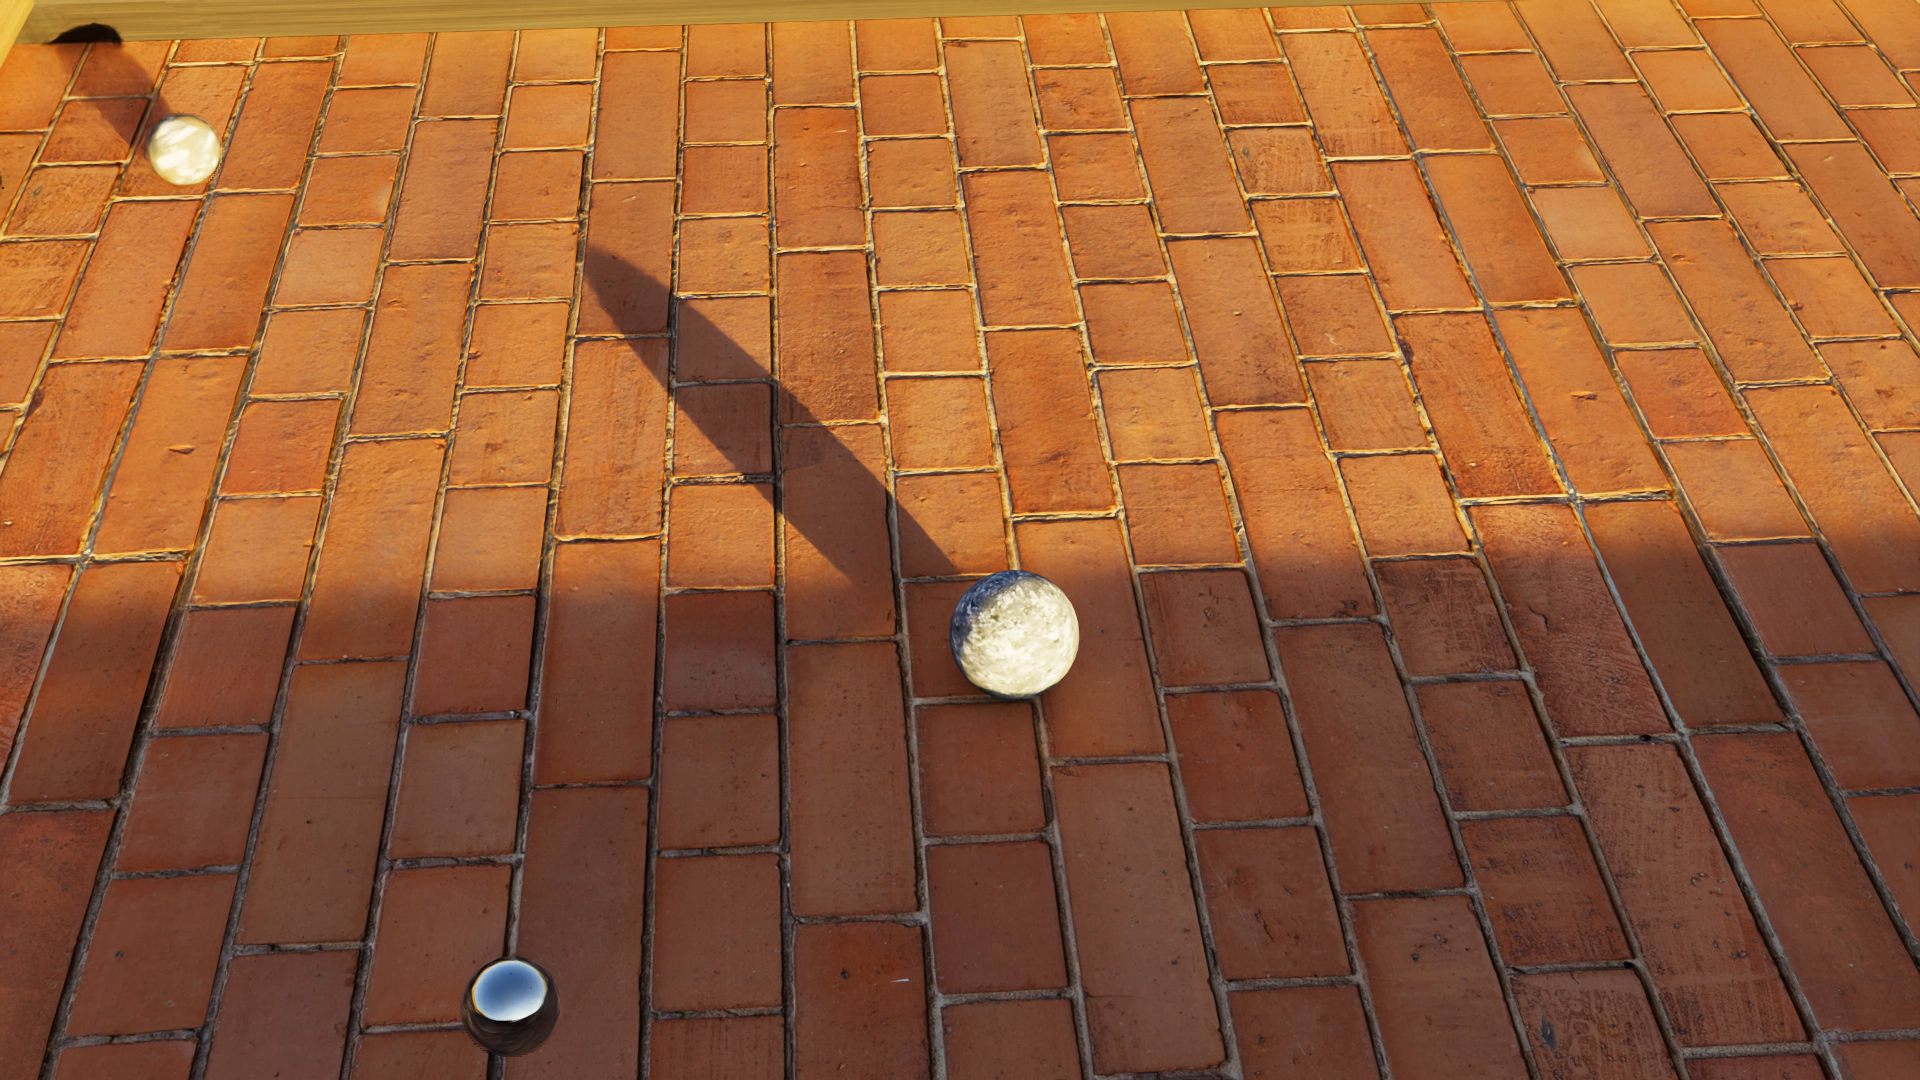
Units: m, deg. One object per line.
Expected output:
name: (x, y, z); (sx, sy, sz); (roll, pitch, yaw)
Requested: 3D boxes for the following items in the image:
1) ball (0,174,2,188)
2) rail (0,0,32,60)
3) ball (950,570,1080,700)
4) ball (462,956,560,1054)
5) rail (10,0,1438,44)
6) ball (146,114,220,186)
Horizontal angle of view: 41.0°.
ball: (-0.798, -0.292, 2.075); (0.044, 0.044, 0.044); (0, 36, 0)
rail: (-0.782, 0.009, 1.595); (0.045, 0.121, 1.741); (-2, 36, -3)
ball: (0.033, 0.058, 1.565); (0.080, 0.080, 0.080); (0, 36, 0)
ball: (-0.234, 0.242, 1.336); (0.050, 0.050, 0.050); (0, 36, 0)
rail: (0.746, -0.553, 2.367); (3.230, 0.121, 0.045); (-2, 36, -3)
ball: (-0.636, -0.320, 2.101); (0.059, 0.059, 0.059); (0, 36, 0)
